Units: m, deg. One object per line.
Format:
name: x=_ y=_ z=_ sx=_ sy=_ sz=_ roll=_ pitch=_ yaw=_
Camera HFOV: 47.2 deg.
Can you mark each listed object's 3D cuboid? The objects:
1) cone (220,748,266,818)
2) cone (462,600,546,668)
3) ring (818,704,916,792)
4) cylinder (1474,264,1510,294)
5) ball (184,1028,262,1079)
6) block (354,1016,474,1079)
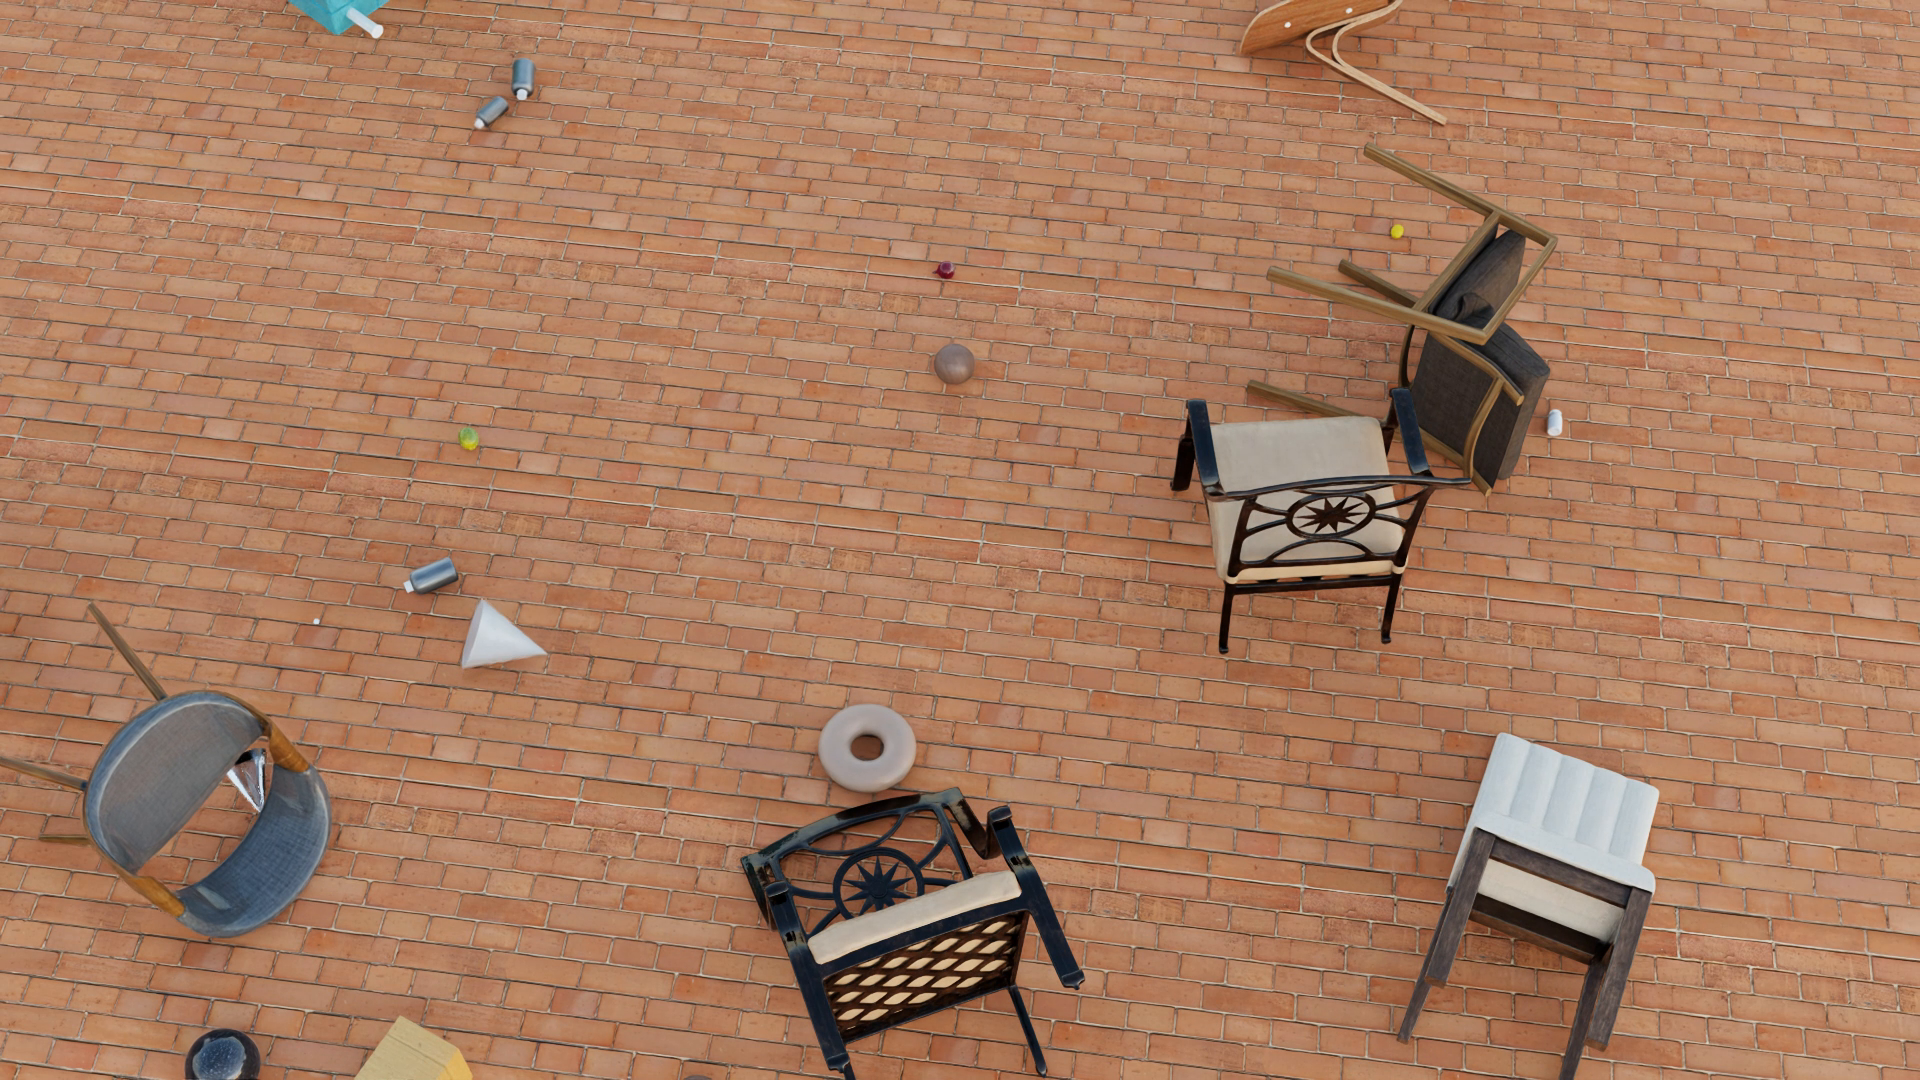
cone: x=-1.954 y=0.688 z=6.088 sx=0.130 sy=0.083 sz=0.189 roll=-24 pitch=72 yaw=-7
cone: x=-1.291 y=0.300 z=6.317 sx=0.223 sy=0.211 sz=0.180 roll=17 pitch=22 yaw=-19
ring: x=-0.259 y=0.580 z=6.141 sx=0.275 sy=0.074 sz=0.279 roll=-30 pitch=60 yaw=-19
cylinder: x=1.716 y=-0.843 z=7.104 sx=0.066 sy=0.058 sz=0.111 roll=-20 pitch=51 yaw=-13
ball: x=-1.867 y=1.331 z=5.569 sx=0.185 sy=0.185 sz=0.185 roll=0 pitch=56 yaw=0
block: x=-1.391 y=1.381 z=5.526 sx=0.179 sy=0.202 sz=0.258 roll=24 pitch=60 yaw=15
